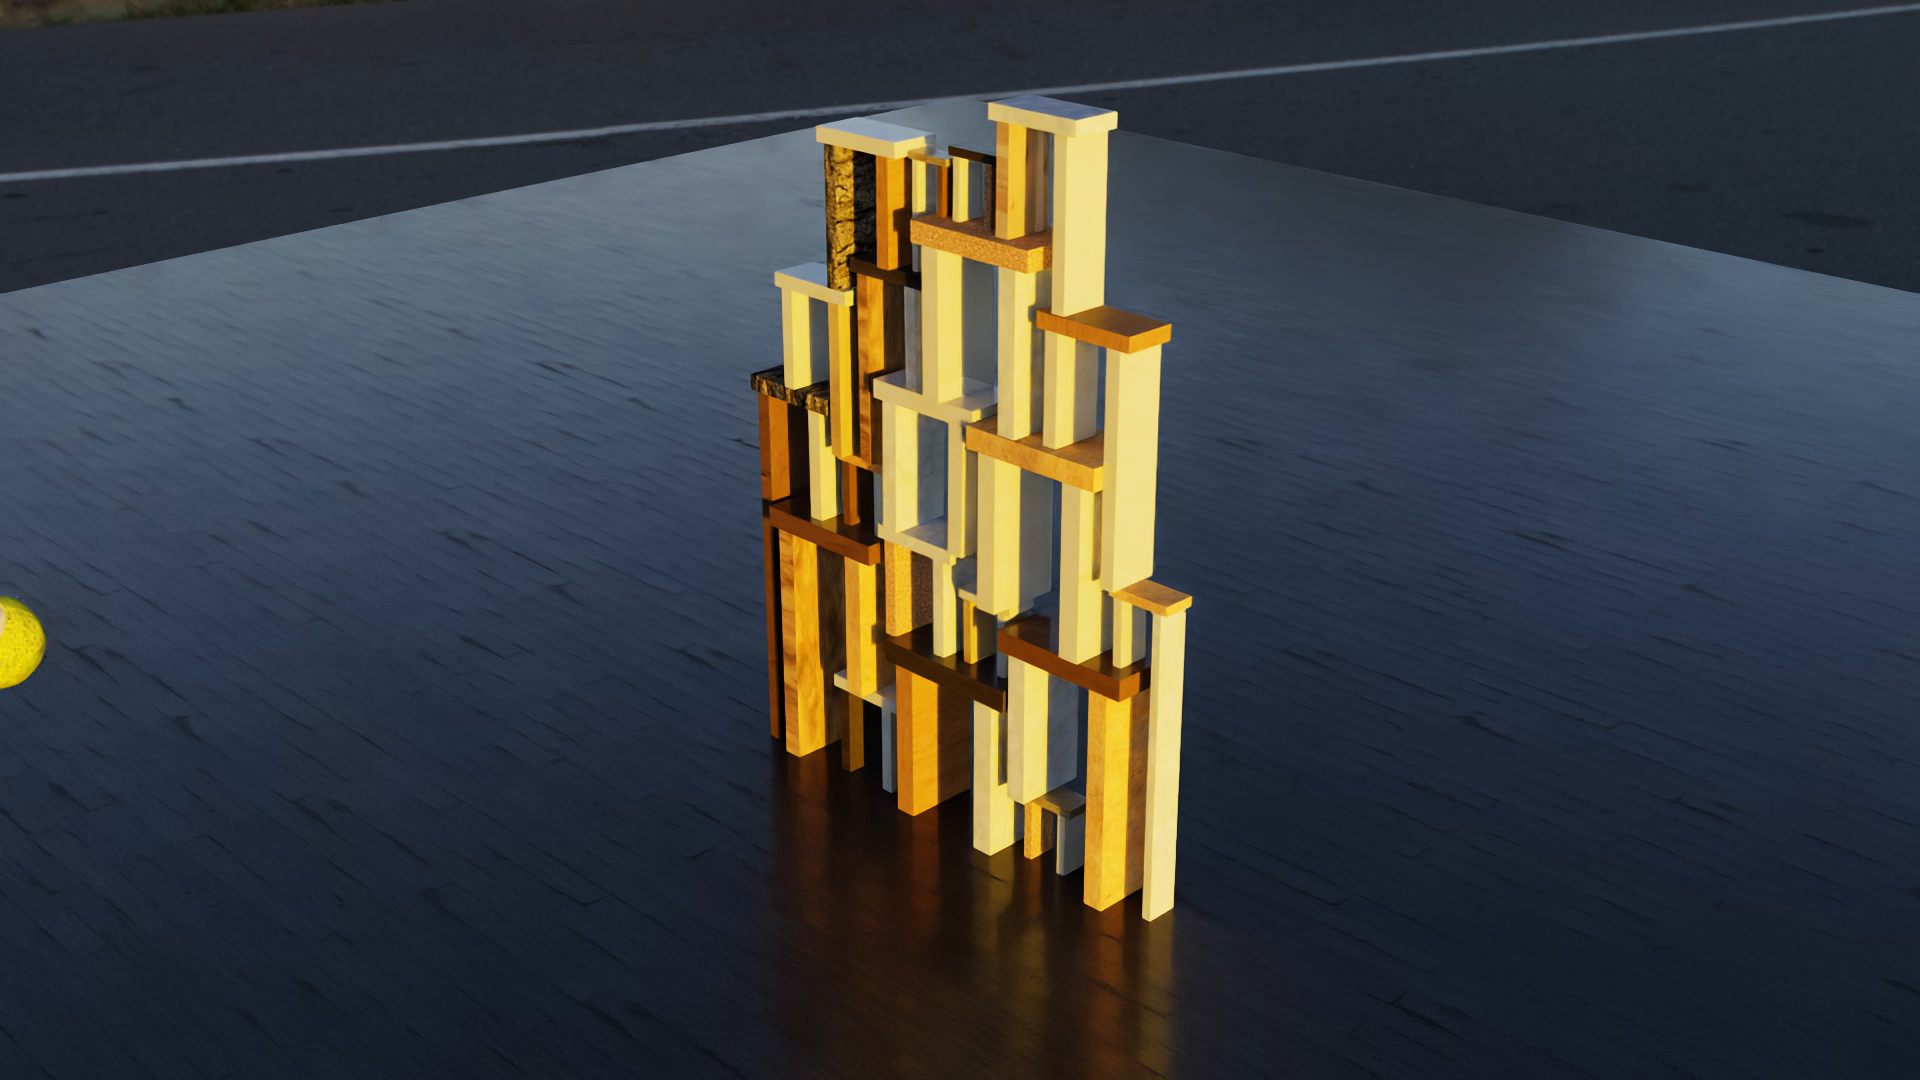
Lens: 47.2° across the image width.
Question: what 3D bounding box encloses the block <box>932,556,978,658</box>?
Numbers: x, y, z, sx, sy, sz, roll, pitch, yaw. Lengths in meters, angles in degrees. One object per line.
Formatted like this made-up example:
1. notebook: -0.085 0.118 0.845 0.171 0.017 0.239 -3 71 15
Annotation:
1. block: -0.006 0.119 4.275 0.029 0.202 0.101 21 31 41

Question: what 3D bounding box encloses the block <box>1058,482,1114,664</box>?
1. block: 0.250 0.040 3.968 0.156 0.342 0.044 -21 31 -41

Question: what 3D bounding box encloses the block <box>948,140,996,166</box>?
1. block: 0.042 -0.685 3.894 0.118 0.017 0.059 21 31 40

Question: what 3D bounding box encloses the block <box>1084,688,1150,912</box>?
1. block: 0.302 0.462 4.096 0.043 0.449 0.151 21 31 41

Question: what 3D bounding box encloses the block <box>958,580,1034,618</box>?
1. block: 0.069 0.109 4.191 0.133 0.019 0.067 21 31 40

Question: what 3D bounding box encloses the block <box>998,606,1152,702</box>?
1. block: 0.230 0.208 4.065 0.151 0.043 0.302 -21 31 -41

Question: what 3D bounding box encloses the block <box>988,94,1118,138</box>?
1. block: 0.157 -0.724 3.750 0.102 0.029 0.204 -21 31 -41

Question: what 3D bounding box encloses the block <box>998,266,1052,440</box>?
1. block: 0.133 -0.347 3.929 0.146 0.313 0.041 -21 31 -40

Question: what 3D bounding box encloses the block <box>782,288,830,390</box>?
1. block: -0.303 -0.411 4.373 0.102 0.204 0.029 -21 31 -41

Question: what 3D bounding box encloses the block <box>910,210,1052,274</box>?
1. block: 0.065 -0.538 3.923 0.146 0.041 0.292 -21 31 -41

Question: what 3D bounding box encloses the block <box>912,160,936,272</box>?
1. block: -0.066 -0.599 4.037 0.014 0.209 0.048 21 31 40

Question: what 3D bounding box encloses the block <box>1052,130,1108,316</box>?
1. block: 0.205 -0.547 3.772 0.102 0.314 0.029 -21 31 -40

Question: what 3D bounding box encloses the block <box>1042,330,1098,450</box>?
1. block: 0.196 -0.277 3.890 0.107 0.214 0.030 -21 31 -40

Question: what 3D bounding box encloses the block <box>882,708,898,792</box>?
1. block: -0.117 0.418 4.534 0.027 0.188 0.094 21 31 41

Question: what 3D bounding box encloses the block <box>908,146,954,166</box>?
1. block: -0.043 -0.692 3.972 0.095 0.014 0.048 21 31 40

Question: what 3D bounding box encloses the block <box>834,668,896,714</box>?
1. block: -0.161 0.302 4.533 0.188 0.027 0.094 21 31 41

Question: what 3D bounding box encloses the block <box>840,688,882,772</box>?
1. block: -0.206 0.384 4.616 0.027 0.188 0.094 21 31 41

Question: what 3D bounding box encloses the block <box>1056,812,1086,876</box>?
1. block: 0.216 0.577 4.237 0.018 0.129 0.064 21 31 41

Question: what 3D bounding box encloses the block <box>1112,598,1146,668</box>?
1. block: 0.305 0.157 3.957 0.068 0.135 0.019 -21 30 -41

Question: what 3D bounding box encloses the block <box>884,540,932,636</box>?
1. block: -0.102 0.082 4.362 0.029 0.202 0.101 21 31 41

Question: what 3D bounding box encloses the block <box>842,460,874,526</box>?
1. block: -0.202 -0.103 4.407 0.019 0.135 0.068 21 31 41

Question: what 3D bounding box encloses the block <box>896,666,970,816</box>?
1. block: -0.053 0.381 4.449 0.046 0.324 0.162 21 31 41

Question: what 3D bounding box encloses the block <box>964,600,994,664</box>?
1. block: 0.037 0.167 4.250 0.019 0.133 0.067 20 30 41

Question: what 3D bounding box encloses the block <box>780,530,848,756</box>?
1. block: -0.303 0.199 4.634 0.042 0.514 0.149 21 31 41

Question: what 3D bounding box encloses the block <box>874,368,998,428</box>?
1. block: -0.025 -0.271 4.142 0.263 0.037 0.131 21 31 40

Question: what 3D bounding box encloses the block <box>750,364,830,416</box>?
1. block: -0.303 -0.306 4.430 0.115 0.033 0.230 -21 31 -41

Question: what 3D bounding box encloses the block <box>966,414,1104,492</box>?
1. block: 0.177 -0.167 3.961 0.156 0.044 0.312 -21 31 -40

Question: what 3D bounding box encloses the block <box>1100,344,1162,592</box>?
1. block: 0.297 -0.131 3.842 0.030 0.446 0.107 21 31 40

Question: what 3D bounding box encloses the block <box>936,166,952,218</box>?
1. block: -0.020 -0.633 3.972 0.048 0.095 0.014 -21 32 -40

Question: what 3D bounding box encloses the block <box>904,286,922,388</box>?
1. block: -0.059 -0.391 4.131 0.027 0.192 0.096 20 30 41

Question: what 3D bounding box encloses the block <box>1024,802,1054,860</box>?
1. block: 0.155 0.553 4.293 0.018 0.129 0.064 21 31 41

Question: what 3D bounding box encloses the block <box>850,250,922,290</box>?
1. block: -0.106 -0.509 4.130 0.192 0.027 0.096 20 30 40

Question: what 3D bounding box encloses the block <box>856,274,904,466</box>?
1. block: -0.151 -0.338 4.251 0.027 0.382 0.096 21 31 41

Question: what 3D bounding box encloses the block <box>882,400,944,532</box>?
1. block: -0.089 -0.157 4.258 0.037 0.263 0.131 22 31 40

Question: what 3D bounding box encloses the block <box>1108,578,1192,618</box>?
1. block: 0.337 0.099 3.897 0.068 0.019 0.135 -21 30 -40

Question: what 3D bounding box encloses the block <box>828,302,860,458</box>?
1. block: -0.207 -0.323 4.305 0.029 0.312 0.102 21 31 41

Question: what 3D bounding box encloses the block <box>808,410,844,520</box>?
1. block: -0.249 -0.164 4.431 0.033 0.230 0.115 21 31 41

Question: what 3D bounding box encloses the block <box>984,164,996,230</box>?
1. block: 0.070 -0.613 3.896 0.059 0.118 0.017 -21 32 -41

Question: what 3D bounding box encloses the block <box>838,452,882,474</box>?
1. block: -0.171 -0.161 4.347 0.135 0.019 0.068 21 31 41

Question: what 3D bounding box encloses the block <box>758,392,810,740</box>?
1. block: -0.357 0.049 4.639 0.033 0.785 0.115 21 31 41

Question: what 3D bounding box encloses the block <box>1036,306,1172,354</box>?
1. block: 0.247 -0.370 3.795 0.107 0.030 0.214 -21 31 -40

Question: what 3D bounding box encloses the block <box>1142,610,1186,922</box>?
1. block: 0.370 0.409 3.994 0.068 0.627 0.019 -21 31 -41

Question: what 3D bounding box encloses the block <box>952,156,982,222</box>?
1. block: 0.014 -0.634 3.947 0.017 0.118 0.059 22 31 40

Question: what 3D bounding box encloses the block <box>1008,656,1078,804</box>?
1. block: 0.159 0.339 4.198 0.151 0.302 0.043 -21 31 -41

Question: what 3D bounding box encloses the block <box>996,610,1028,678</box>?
1. block: 0.101 0.192 4.192 0.067 0.133 0.019 -21 31 -41

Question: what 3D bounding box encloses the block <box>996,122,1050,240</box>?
1. block: 0.109 -0.635 3.839 0.102 0.204 0.029 -21 31 -41

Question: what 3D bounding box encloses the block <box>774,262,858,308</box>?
1. block: -0.255 -0.499 4.283 0.102 0.029 0.204 -21 31 -41

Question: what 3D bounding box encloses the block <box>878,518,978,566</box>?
1. block: -0.054 -0.006 4.274 0.202 0.029 0.101 21 31 40

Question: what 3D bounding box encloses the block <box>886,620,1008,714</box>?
1. block: 0.023 0.240 4.307 0.324 0.046 0.162 21 31 41

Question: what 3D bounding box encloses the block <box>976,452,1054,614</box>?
1. block: 0.103 -0.031 4.099 0.156 0.312 0.044 -21 31 -40

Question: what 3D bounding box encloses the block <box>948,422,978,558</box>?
1. block: 0.037 -0.109 4.146 0.037 0.263 0.131 22 31 40

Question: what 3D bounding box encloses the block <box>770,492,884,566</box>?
1. block: -0.232 -0.029 4.461 0.299 0.042 0.149 21 31 41

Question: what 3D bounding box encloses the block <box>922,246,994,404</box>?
1. block: -0.003 -0.411 4.051 0.041 0.292 0.146 21 31 41

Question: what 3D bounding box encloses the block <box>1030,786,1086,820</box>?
1. block: 0.185 0.497 4.236 0.129 0.018 0.064 21 31 41

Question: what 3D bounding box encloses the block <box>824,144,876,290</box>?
1. block: -0.206 -0.622 4.178 0.030 0.279 0.106 21 31 41

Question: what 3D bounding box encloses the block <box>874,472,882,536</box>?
1. block: -0.139 -0.078 4.348 0.019 0.135 0.068 21 31 41

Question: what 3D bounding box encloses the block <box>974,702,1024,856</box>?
1. block: 0.100 0.440 4.308 0.046 0.324 0.162 21 31 41

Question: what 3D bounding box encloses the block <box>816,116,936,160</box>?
1. block: -0.156 -0.745 4.071 0.211 0.030 0.106 21 31 40

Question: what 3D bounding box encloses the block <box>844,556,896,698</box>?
1. block: -0.161 0.155 4.463 0.042 0.299 0.149 21 31 41

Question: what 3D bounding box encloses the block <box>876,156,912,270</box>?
1. block: -0.106 -0.615 4.073 0.030 0.212 0.106 21 31 40
